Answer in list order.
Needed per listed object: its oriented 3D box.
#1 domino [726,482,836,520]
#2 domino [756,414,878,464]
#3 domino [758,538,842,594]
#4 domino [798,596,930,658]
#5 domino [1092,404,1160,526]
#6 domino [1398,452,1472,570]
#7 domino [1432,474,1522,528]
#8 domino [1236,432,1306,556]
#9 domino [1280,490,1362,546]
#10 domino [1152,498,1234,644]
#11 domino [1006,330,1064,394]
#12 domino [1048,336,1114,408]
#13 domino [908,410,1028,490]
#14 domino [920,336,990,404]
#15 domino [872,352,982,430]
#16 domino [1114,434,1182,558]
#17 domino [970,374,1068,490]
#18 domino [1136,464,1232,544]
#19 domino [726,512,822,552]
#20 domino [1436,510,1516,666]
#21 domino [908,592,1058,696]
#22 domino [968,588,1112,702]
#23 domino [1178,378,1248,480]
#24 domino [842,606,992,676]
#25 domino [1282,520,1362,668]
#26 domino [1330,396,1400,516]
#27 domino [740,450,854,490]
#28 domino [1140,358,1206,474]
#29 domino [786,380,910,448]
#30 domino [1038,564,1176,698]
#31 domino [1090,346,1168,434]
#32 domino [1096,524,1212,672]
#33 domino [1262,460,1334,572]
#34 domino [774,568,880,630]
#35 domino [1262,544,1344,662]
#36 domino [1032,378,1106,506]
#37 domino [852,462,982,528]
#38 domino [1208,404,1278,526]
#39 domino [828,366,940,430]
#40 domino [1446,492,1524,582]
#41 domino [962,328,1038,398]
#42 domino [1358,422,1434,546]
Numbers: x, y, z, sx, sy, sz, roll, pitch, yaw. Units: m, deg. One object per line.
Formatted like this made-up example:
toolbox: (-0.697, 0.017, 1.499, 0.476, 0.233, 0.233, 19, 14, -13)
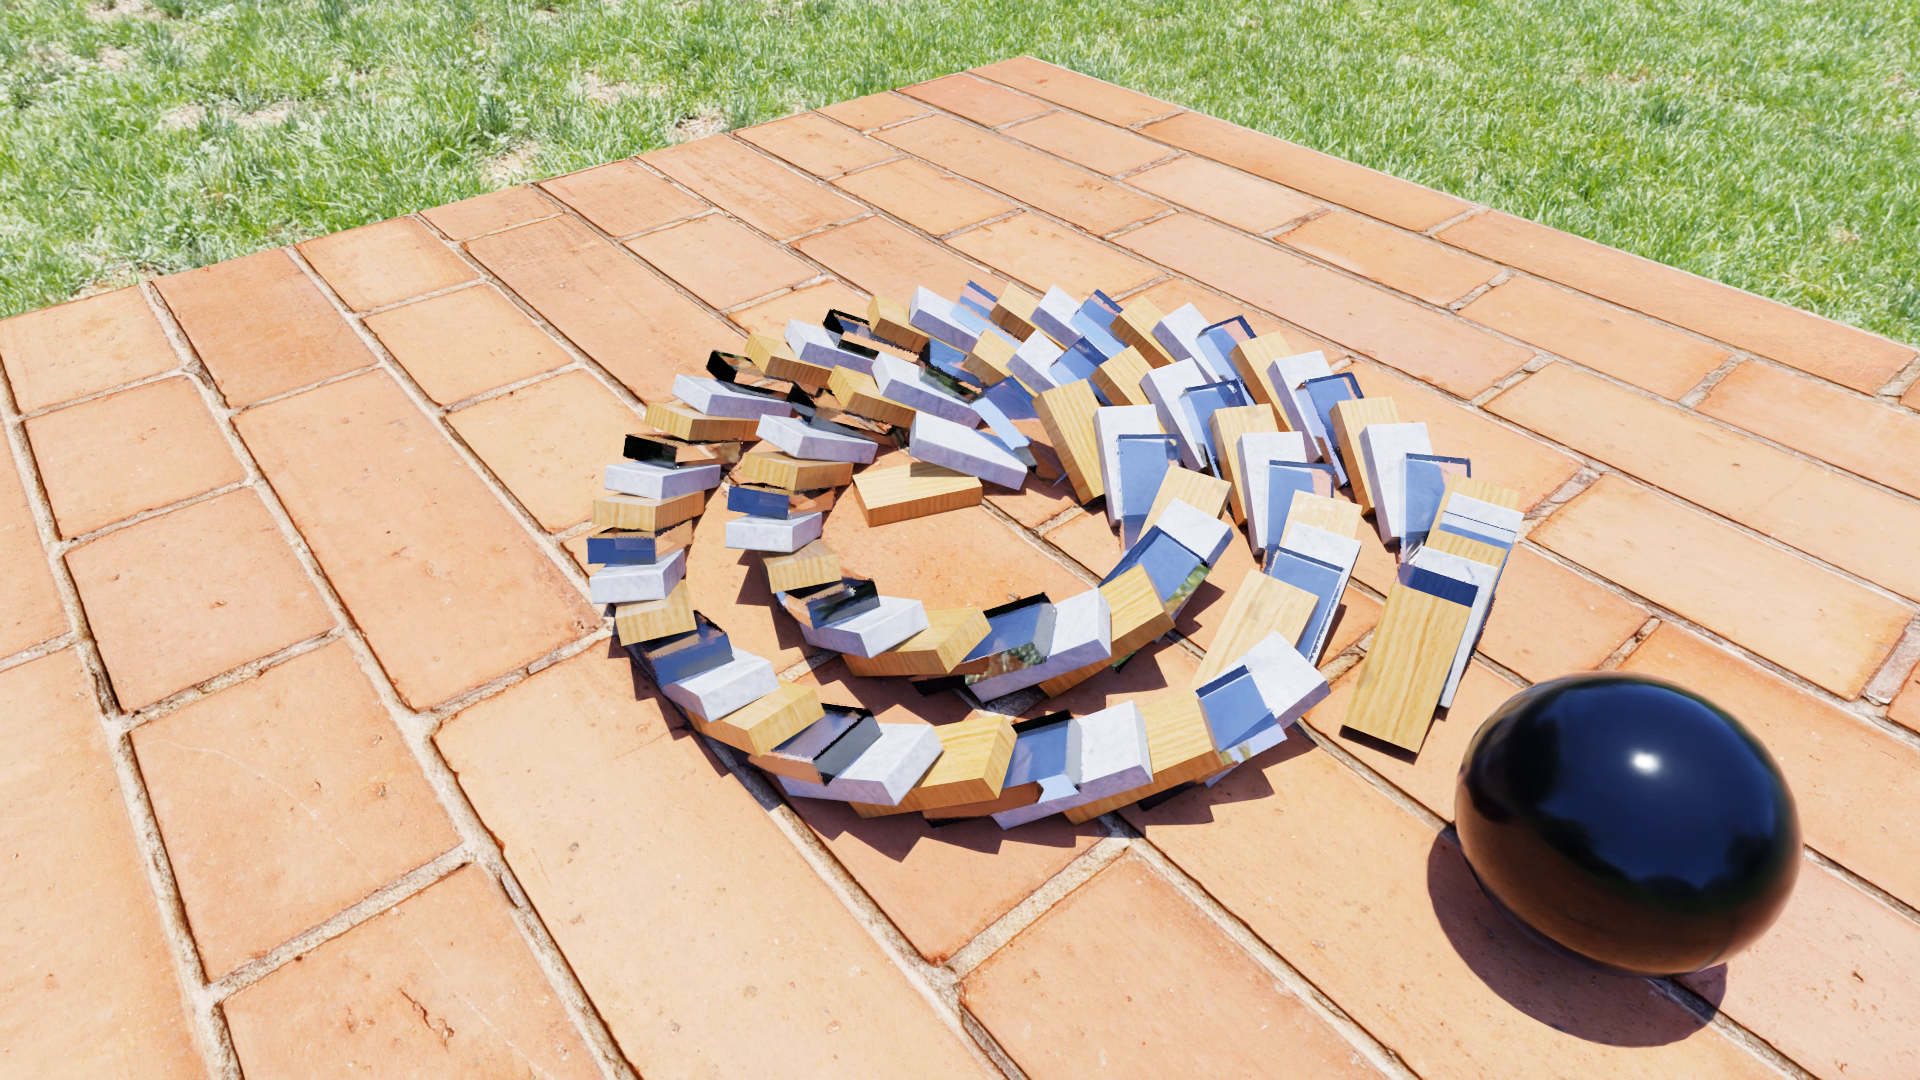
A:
domino: (-0.071, -0.017, 0.445, 0.025, 0.010, 0.050, 10, 9, 12)
domino: (-0.061, -0.043, 0.477, 0.025, 0.009, 0.050, 28, 15, 30)
domino: (-0.061, 0.009, 0.413, 0.025, 0.009, 0.050, -11, 9, -13)
domino: (-0.035, 0.029, 0.388, 0.025, 0.010, 0.050, -27, 15, -29)
domino: (0.072, -0.031, 0.461, 0.025, 0.009, 0.050, -4, 72, -8)
domino: (0.189, -0.009, 0.437, 0.025, 0.009, 0.050, 6, 68, 7)
domino: (0.190, 0.003, 0.416, 0.025, 0.010, 0.050, 20, 85, 23)
domino: (0.129, -0.019, 0.448, 0.025, 0.010, 0.050, -2, 69, -2)
domino: (0.132, 0.008, 0.415, 0.025, 0.010, 0.050, 16, 72, 18)
domino: (0.077, 0.011, 0.411, 0.025, 0.009, 0.050, 32, 80, 33)
domino: (0.048, -0.074, 0.515, 0.050, 0.010, 0.025, 40, 46, -2)
domino: (0.067, -0.069, 0.509, 0.050, 0.010, 0.025, 44, 50, 3)
domino: (0.003, -0.039, 0.476, 0.050, 0.010, 0.025, 17, 31, -11)
domino: (0.005, -0.074, 0.515, 0.050, 0.010, 0.025, 25, 35, -20)
domino: (-0.015, -0.069, 0.509, 0.050, 0.010, 0.025, 17, 31, -29)
domino: (0.077, -0.018, 0.446, 0.025, 0.010, 0.050, 0, 71, -1)
domino: (0.030, -0.047, 0.479, 0.050, 0.009, 0.025, 48, 42, 6)
domino: (0.084, -0.002, 0.427, 0.025, 0.009, 0.050, 20, 75, 22)
domino: (-0.072, -0.004, 0.429, 0.025, 0.010, 0.050, 4, 8, 5)
domino: (0.177, 0.017, 0.394, 0.025, 0.050, 0.009, 20, 5, 23)
domino: (0.008, 0.036, 0.379, 0.050, 0.009, 0.025, -20, 31, 29)
domino: (0.027, 0.036, 0.379, 0.050, 0.009, 0.025, -23, 33, 24)
domino: (0.116, -0.044, 0.478, 0.025, 0.009, 0.050, -11, 71, -14)
domino: (-0.016, 0.035, 0.380, 0.050, 0.010, 0.025, -9, 25, 46)
domino: (0.125, 0.020, 0.400, 0.025, 0.009, 0.050, 20, 74, 23)
domino: (0.178, -0.036, 0.469, 0.025, 0.009, 0.050, -6, 69, -8)
domino: (-0.067, -0.030, 0.460, 0.025, 0.010, 0.050, 16, 11, 18)
domino: (0.104, -0.055, 0.491, 0.025, 0.010, 0.050, -20, 75, -23)
domino: (-0.050, -0.056, 0.492, 0.050, 0.010, 0.025, 10, 26, -41)
domino: (0.048, 0.032, 0.384, 0.050, 0.009, 0.025, -32, 39, 13)
domino: (0.085, -0.063, 0.501, 0.025, 0.010, 0.050, -34, 81, -35)
domino: (0.064, 0.021, 0.399, 0.050, 0.009, 0.025, -47, 52, -4)
domino: (0.133, -0.006, 0.432, 0.025, 0.009, 0.050, 5, 70, 6)
domino: (-0.049, 0.020, 0.399, 0.025, 0.009, 0.050, -18, 11, -21)
domino: (0.114, 0.029, 0.388, 0.025, 0.010, 0.050, 21, 76, 23)
domino: (0.053, -0.042, 0.471, 0.025, 0.010, 0.050, -21, 81, -30)
domino: (-0.018, -0.022, 0.470, 0.050, 0.009, 0.025, -12, 41, -14)
domino: (0.124, -0.032, 0.463, 0.025, 0.010, 0.050, -7, 70, -9)
domino: (-0.033, -0.063, 0.501, 0.050, 0.010, 0.025, 13, 28, -36)
domino: (0.185, 0.010, 0.404, 0.025, 0.050, 0.009, 21, 0, 23)
domino: (0.027, -0.077, 0.517, 0.050, 0.010, 0.025, 34, 41, -8)
domino: (0.183, -0.023, 0.454, 0.025, 0.009, 0.050, -3, 69, -3)
